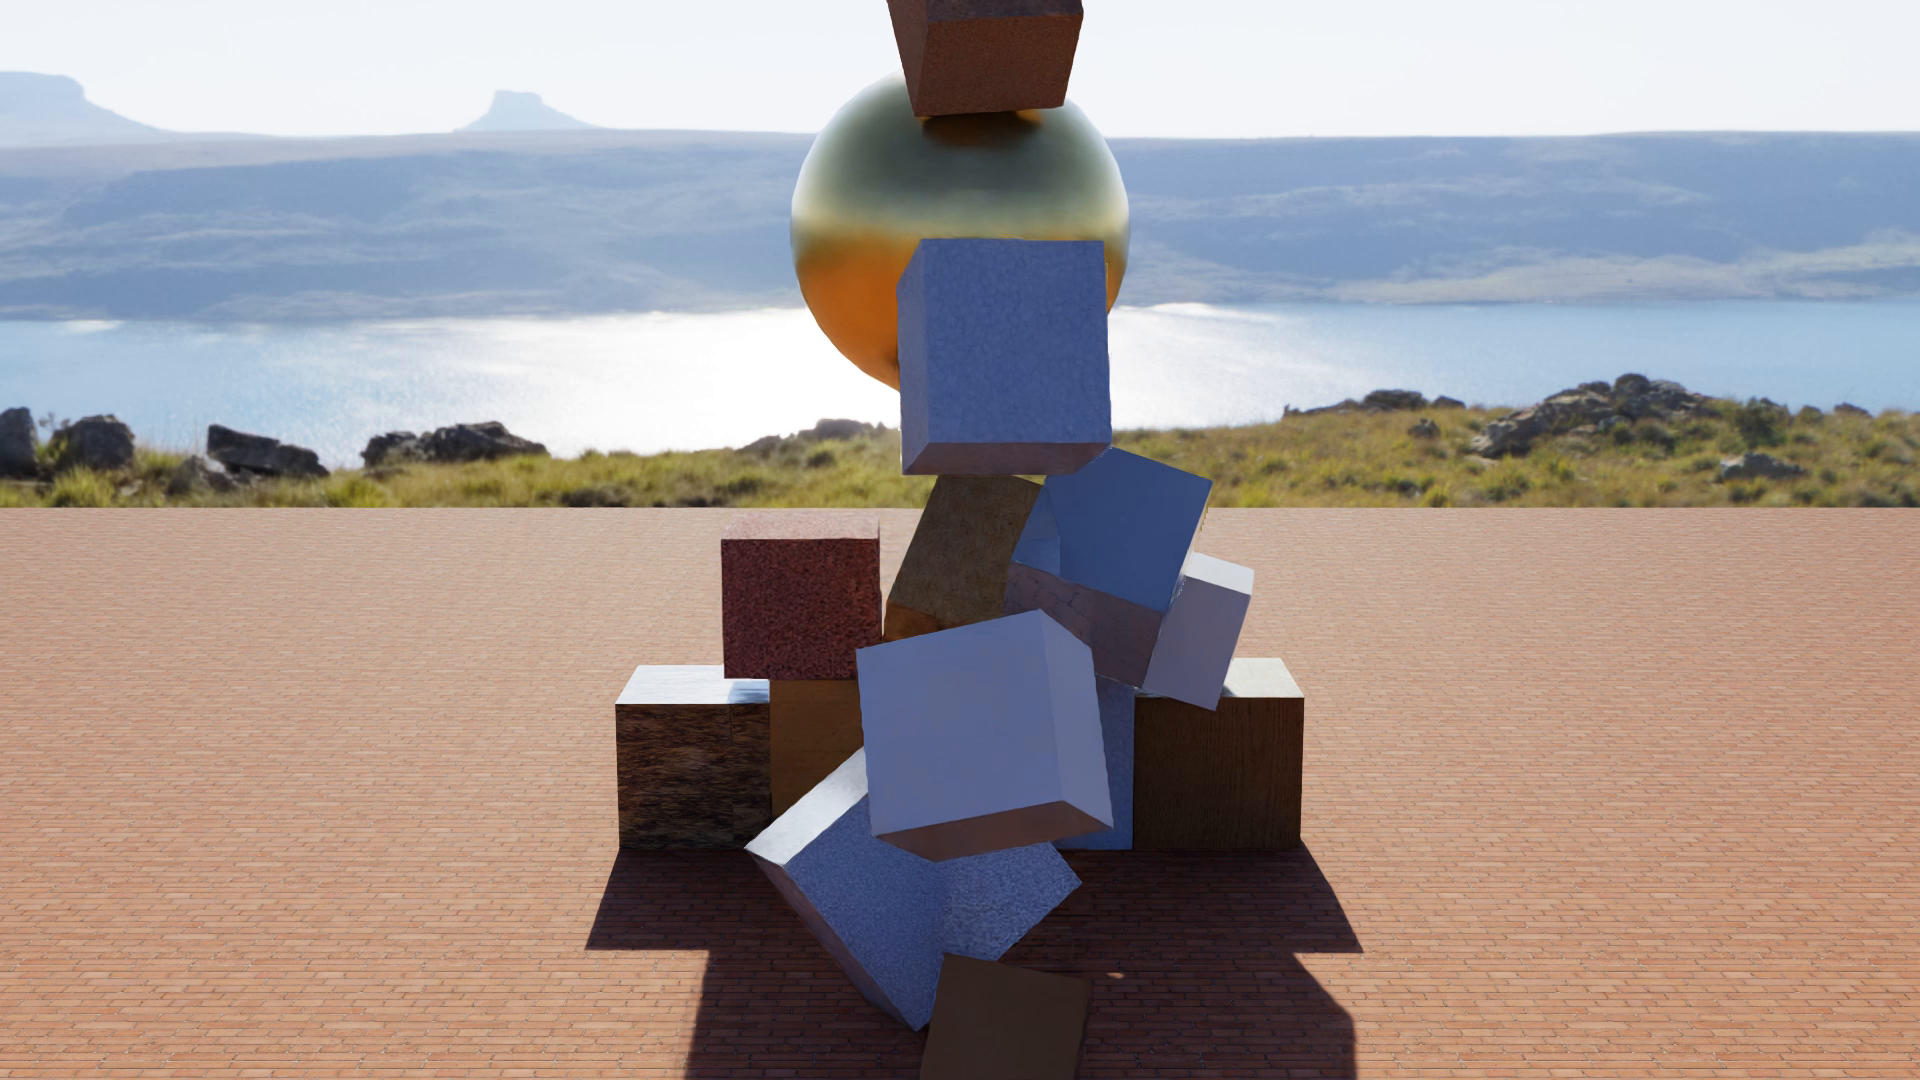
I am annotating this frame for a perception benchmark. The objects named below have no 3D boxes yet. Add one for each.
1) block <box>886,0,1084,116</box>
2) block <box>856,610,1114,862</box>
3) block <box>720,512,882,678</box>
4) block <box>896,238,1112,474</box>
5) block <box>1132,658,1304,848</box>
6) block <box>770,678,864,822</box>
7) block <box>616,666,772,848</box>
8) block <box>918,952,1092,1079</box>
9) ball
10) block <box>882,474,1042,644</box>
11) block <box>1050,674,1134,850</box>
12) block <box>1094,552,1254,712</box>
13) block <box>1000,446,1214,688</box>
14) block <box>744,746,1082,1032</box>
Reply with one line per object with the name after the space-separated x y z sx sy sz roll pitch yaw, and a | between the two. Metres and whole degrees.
0.096 -2.320 9.575 0.671 0.688 0.575 -6 -30 -12 | block
0.087 0.681 7.501 0.670 0.649 0.540 -13 -21 18 | block
-0.791 0.270 11.155 0.762 0.697 0.762 0 10 -1 | block
0.165 -0.727 8.915 0.727 0.812 0.696 0 -8 -10 | block
1.291 1.089 11.398 0.838 0.780 0.841 0 10 0 | block
-0.516 1.041 11.349 0.840 0.891 0.960 0 10 0 | block
-1.328 1.109 11.365 0.764 0.752 0.804 0 10 0 | block
0.160 1.773 7.664 0.508 0.520 0.522 10 -16 7 | block
0.000 -1.440 10.307 1.600 1.600 1.600 0 10 0 | ball
0.174 0.325 10.484 0.867 0.958 0.862 18 57 6 | block
0.389 1.035 11.382 0.949 0.891 0.870 0 10 0 | block
1.031 0.389 10.924 0.698 0.601 0.631 17 12 5 | block
0.636 0.089 9.718 0.685 0.653 0.731 19 58 7 | block
-0.203 1.293 8.756 0.861 0.825 0.774 -40 8 -14 | block
